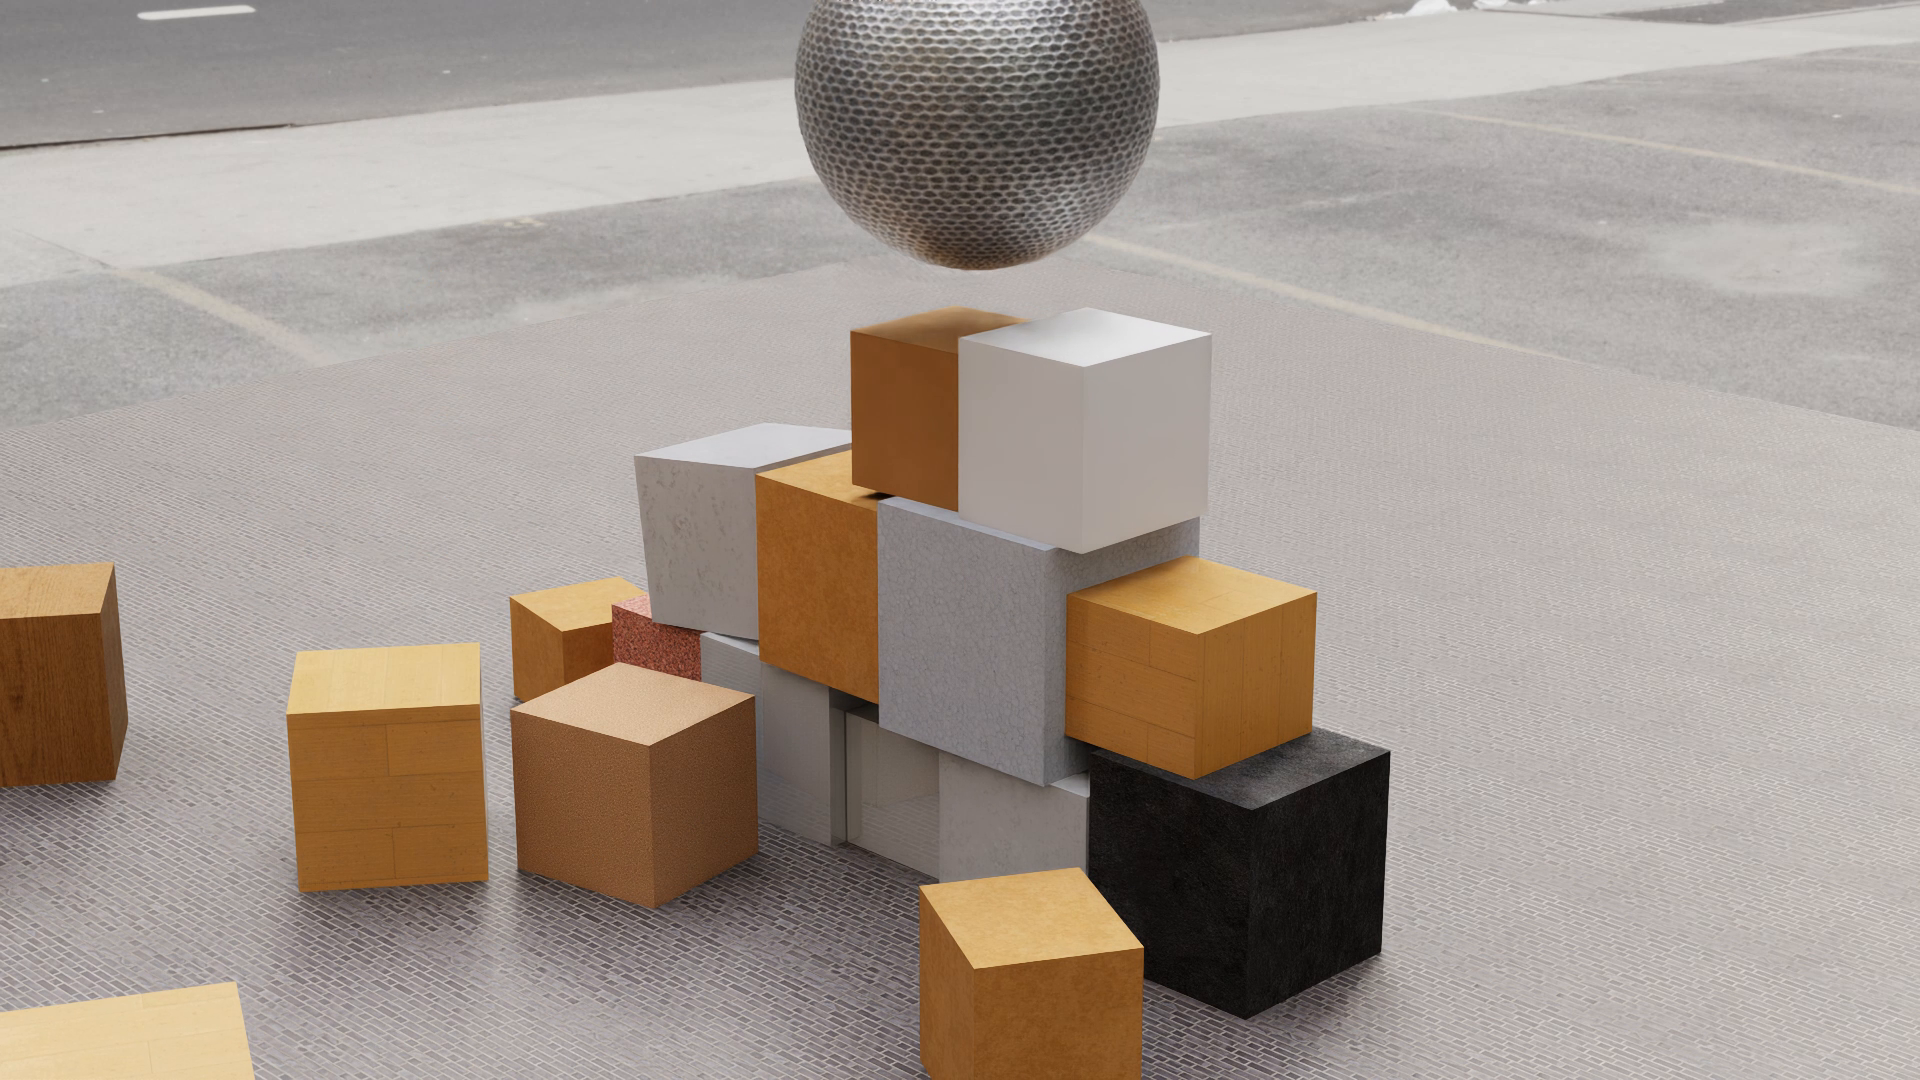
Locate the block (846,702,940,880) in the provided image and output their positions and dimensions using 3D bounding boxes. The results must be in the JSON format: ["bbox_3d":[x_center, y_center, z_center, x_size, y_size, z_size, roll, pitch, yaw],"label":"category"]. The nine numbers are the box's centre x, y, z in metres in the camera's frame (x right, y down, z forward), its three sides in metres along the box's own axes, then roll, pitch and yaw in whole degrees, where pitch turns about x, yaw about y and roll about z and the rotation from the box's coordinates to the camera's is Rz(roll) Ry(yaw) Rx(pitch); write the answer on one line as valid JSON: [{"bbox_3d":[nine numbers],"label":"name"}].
[{"bbox_3d":[-0.030,1.113,13.715,0.692,0.653,0.721,-17,24,-42],"label":"block"}]

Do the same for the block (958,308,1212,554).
[{"bbox_3d":[0.534,-0.485,12.580,0.719,0.801,0.811,16,24,42],"label":"block"}]

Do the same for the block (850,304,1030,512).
[{"bbox_3d":[0.008,-0.593,13.078,0.707,0.708,0.688,15,23,40],"label":"block"}]

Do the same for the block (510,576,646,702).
[{"bbox_3d":[-1.940,0.598,15.514,0.641,0.557,0.666,-11,20,-30],"label":"block"}]

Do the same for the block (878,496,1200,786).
[{"bbox_3d":[0.347,0.337,13.067,1.015,1.060,0.999,17,24,42],"label":"block"}]

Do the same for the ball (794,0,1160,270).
[{"bbox_3d":[0.074,-1.980,12.797,1.600,1.600,1.600,0,17,0],"label":"ball"}]

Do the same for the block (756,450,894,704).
[{"bbox_3d":[-0.331,0.125,13.670,0.906,0.910,0.825,-16,24,-42],"label":"block"}]

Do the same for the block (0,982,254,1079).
[{"bbox_3d":[-2.907,2.159,10.013,0.983,0.876,0.887,-6,18,-17],"label":"block"}]

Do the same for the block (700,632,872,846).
[{"bbox_3d":[-0.611,0.853,14.249,0.895,0.828,0.919,-17,24,-42],"label":"block"}]

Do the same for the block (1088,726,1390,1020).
[{"bbox_3d":[1.186,1.340,12.526,0.916,0.933,0.882,-17,24,-42],"label":"block"}]

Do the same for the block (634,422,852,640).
[{"bbox_3d":[-0.942,-0.056,14.370,0.880,0.841,0.861,7,17,44],"label":"block"}]

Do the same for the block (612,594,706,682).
[{"bbox_3d":[-1.208,0.693,14.852,0.777,0.773,0.762,17,24,42],"label":"block"}]

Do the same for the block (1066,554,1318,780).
[{"bbox_3d":[0.982,0.527,12.498,0.778,0.635,0.725,-17,24,-42],"label":"block"}]

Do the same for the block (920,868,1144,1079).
[{"bbox_3d":[0.264,1.802,11.353,0.662,0.755,0.770,-5,18,-15],"label":"block"}]

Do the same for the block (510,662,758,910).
[{"bbox_3d":[-1.490,1.114,13.497,0.813,0.782,0.761,11,21,32],"label":"block"}]

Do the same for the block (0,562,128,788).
[{"bbox_3d":[-4.628,0.672,14.749,0.728,0.874,0.822,-3,18,-10],"label":"block"}]

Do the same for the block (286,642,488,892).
[{"bbox_3d":[-2.636,1.040,13.600,0.848,0.861,0.837,-3,18,-8],"label":"block"}]

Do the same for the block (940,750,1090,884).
[{"bbox_3d":[0.537,1.252,13.142,0.888,0.730,0.892,17,24,42],"label":"block"}]
